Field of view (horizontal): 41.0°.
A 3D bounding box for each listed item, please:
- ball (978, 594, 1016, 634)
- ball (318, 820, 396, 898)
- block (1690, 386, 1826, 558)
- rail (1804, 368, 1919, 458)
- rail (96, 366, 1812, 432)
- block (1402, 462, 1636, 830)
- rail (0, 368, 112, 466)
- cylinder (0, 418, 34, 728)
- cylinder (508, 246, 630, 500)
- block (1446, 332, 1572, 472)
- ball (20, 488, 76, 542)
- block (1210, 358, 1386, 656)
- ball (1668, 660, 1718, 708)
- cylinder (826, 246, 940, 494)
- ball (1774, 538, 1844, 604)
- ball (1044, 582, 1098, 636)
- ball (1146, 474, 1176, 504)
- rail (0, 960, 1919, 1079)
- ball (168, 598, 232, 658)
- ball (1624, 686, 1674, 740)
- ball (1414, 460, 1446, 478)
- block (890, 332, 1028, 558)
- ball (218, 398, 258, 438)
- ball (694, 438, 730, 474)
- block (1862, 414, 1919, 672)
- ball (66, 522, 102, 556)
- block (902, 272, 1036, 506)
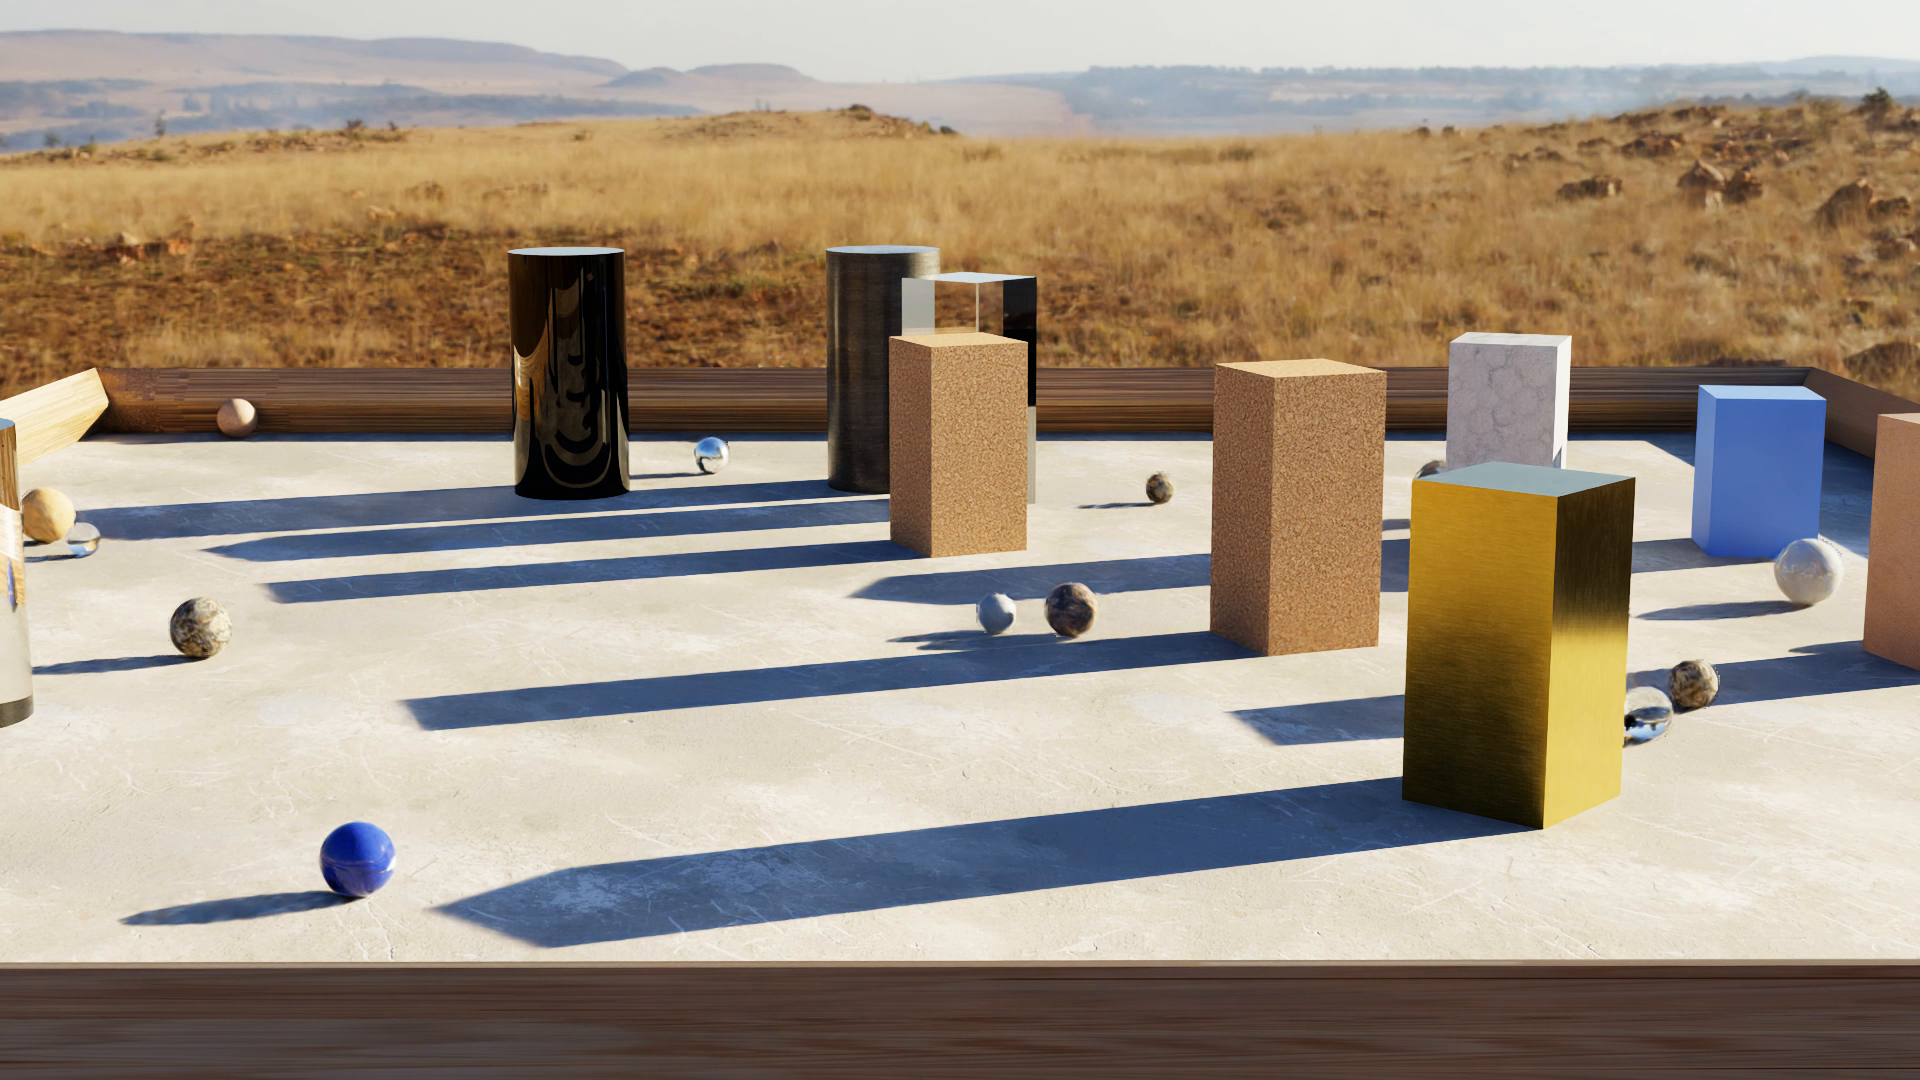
[{"bbox_3d":[0.048,0.095,3.332,0.051,0.051,0.051,0,10,0],"label":"ball"},{"bbox_3d":[-0.534,0.283,2.273,0.067,0.067,0.067,0,10,0],"label":"ball"},{"bbox_3d":[1.211,-0.106,3.901,0.158,0.239,0.158,1,11,7],"label":"block"},{"bbox_3d":[1.699,0.031,3.458,0.045,0.129,3.469,0,10,0],"label":"rail"},{"bbox_3d":[-0.010,-0.278,5.131,3.445,0.129,0.045,0,10,0],"label":"rail"},{"bbox_3d":[0.556,0.099,2.556,0.158,0.326,0.158,9,14,40],"label":"block"},{"bbox_3d":[-1.699,0.035,3.439,0.045,0.129,3.469,0,10,0],"label":"rail"},{"bbox_3d":[-1.152,0.038,2.873,0.198,0.331,0.198,0,10,0],"label":"cylinder"},{"bbox_3d":[-0.671,-0.289,4.409,0.198,0.414,0.198,0,10,0],"label":"cylinder"},{"bbox_3d":[0.832,-0.147,3.902,0.158,0.319,0.158,4,11,20],"label":"block"},{"bbox_3d":[-1.410,-0.038,3.958,0.085,0.085,0.085,0,10,0],"label":"ball"},{"bbox_3d":[0.428,-0.045,3.270,0.158,0.350,0.158,-4,11,-22],"label":"block"},{"bbox_3d":[0.841,0.165,2.944,0.055,0.055,0.055,0,10,0],"label":"ball"},{"bbox_3d":[-0.133,-0.300,4.472,0.198,0.413,0.198,0,10,0],"label":"cylinder"},{"bbox_3d":[1.160,0.043,3.506,0.090,0.090,0.090,0,10,0],"label":"ball"},{"bbox_3d":[0.144,0.089,3.309,0.071,0.071,0.071,0,10,0],"label":"ball"},{"bbox_3d":[0.337,-0.087,4.319,0.050,0.050,0.050,0,10,0],"label":"ball"},{"bbox_3d":[0.010,0.345,1.766,3.445,0.129,0.045,0,10,0],"label":"rail"},{"bbox_3d":[-0.943,0.109,3.188,0.076,0.076,0.076,0,10,0],"label":"ball"},{"bbox_3d":[0.750,0.189,2.806,0.058,0.058,0.058,0,10,0],"label":"ball"},{"bbox_3d":[0.781,-0.081,4.151,0.099,0.099,0.099,0,10,0],"label":"ball"},{"bbox_3d":[-0.003,-0.148,3.913,0.158,0.317,0.158,-5,12,-24],"label":"block"},{"bbox_3d":[-1.429,-0.241,5.075,0.077,0.077,0.077,0,10,0],"label":"ball"},{"bbox_3d":[-0.449,-0.153,4.631,0.066,0.066,0.066,0,10,0],"label":"ball"},{"bbox_3d":[1.235,0.002,3.155,0.158,0.299,0.158,-3,11,-14],"label":"block"},{"bbox_3d":[-1.316,-0.001,3.852,0.051,0.051,0.051,0,10,0],"label":"ball"},{"bbox_3d":[0.016,-0.247,4.273,0.158,0.381,0.158,9,14,39],"label":"block"}]
